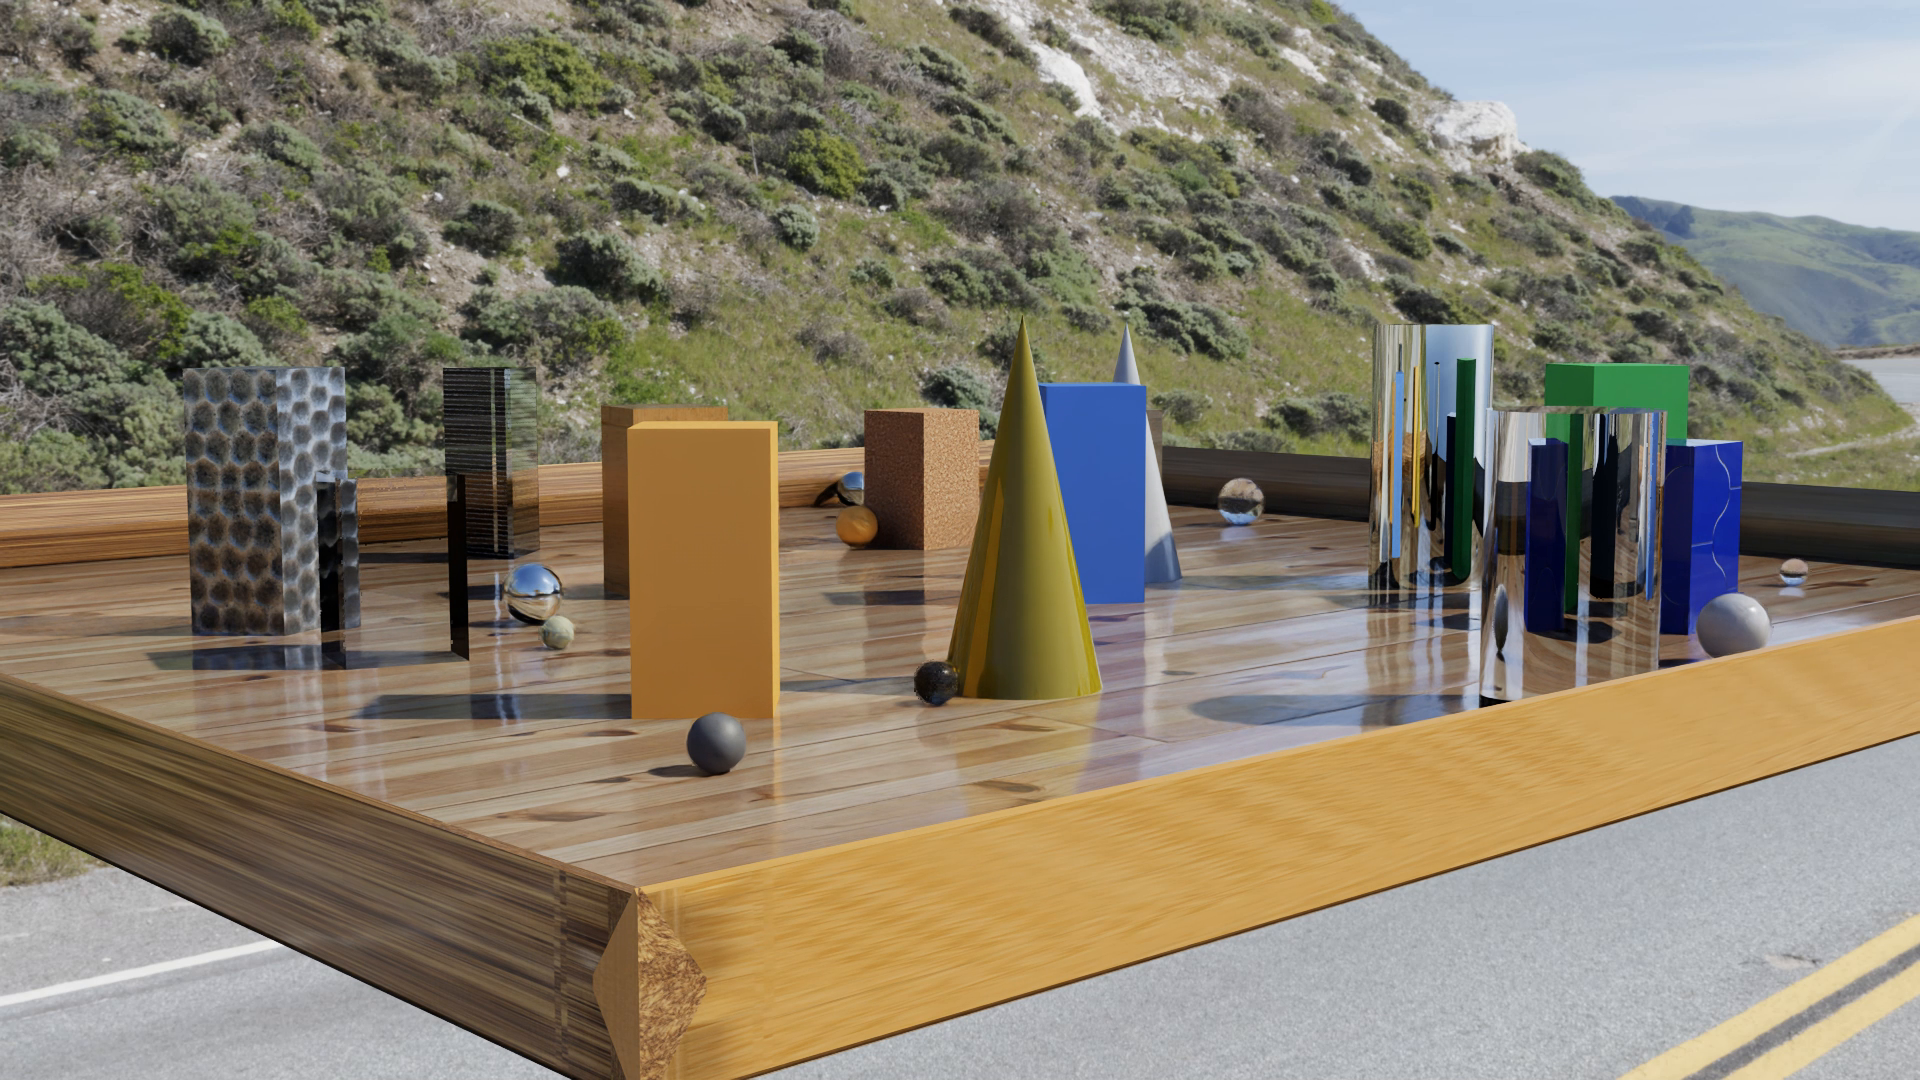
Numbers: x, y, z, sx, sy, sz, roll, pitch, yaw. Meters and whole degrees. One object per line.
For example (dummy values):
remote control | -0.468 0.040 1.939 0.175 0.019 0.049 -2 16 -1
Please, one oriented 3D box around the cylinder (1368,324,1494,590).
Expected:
cylinder | 0.763 -0.139 3.564 0.192 0.419 0.192 0 6 0

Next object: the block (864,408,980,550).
block | -0.072 -0.119 4.163 0.154 0.254 0.154 5 8 42

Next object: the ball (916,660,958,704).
ball | -0.026 0.161 2.483 0.049 0.049 0.049 0 6 0

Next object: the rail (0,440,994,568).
rail | -0.963 -0.077 4.370 3.147 0.125 0.045 -6 8 -42

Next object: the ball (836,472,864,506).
ball | -0.240 -0.115 4.958 0.080 0.080 0.080 0 6 0

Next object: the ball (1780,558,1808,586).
ball | 1.345 0.052 3.544 0.043 0.043 0.043 0 6 0

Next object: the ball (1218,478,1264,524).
ball | 0.580 -0.079 4.538 0.096 0.096 0.096 0 6 0

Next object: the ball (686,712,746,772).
ball | -0.234 0.195 2.119 0.058 0.058 0.058 0 6 0

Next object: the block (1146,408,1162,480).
block | 0.296 -0.136 4.355 0.154 0.248 0.154 -2 6 -22

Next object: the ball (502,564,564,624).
ball | -0.606 0.076 3.117 0.085 0.085 0.085 0 6 0

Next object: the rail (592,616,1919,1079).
rail | 0.963 0.142 2.294 3.147 0.125 0.045 -6 8 -42

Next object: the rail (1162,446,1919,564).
rail | 1.139 -0.078 4.377 0.045 0.125 2.887 -6 8 -42

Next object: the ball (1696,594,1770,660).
ball | 0.971 0.111 2.762 0.089 0.089 0.089 0 6 0

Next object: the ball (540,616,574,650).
ball | -0.528 0.121 2.883 0.045 0.045 0.045 0 6 0

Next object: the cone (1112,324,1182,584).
cone | 0.274 -0.150 3.645 0.192 0.424 0.192 0 6 0

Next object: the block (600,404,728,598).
block | -0.464 -0.064 3.461 0.154 0.292 0.154 -3 7 -27

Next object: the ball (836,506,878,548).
ball | -0.192 -0.025 4.104 0.079 0.079 0.079 0 6 0

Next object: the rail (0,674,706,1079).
rail | -1.139 0.142 2.287 0.045 0.125 2.887 -6 8 -42

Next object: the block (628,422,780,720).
block | -0.283 0.029 2.456 0.154 0.316 0.154 0 6 -2

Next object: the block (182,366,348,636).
block | -0.968 -0.059 3.079 0.154 0.362 0.154 2 6 20

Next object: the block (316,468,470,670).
block | -0.725 0.032 2.809 0.154 0.236 0.154 -3 7 -27

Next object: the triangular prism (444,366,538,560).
triangular prism | -0.824 -0.144 4.000 0.166 0.339 0.144 4 7 35

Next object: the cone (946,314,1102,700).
cone | 0.073 -0.046 2.581 0.192 0.439 0.192 0 6 0

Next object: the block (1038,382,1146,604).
block | 0.191 -0.075 3.385 0.154 0.329 0.154 -1 6 -10

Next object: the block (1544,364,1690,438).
block | 0.992 -0.086 3.343 0.154 0.360 0.154 -1 6 -12

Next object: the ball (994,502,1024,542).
ball | 0.105 -0.033 4.196 0.076 0.076 0.076 0 6 0

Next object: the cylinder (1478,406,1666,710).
cylinder | 0.676 0.023 2.433 0.192 0.334 0.192 0 6 0

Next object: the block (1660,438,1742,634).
block | 0.994 -0.010 3.106 0.154 0.258 0.154 6 8 43
